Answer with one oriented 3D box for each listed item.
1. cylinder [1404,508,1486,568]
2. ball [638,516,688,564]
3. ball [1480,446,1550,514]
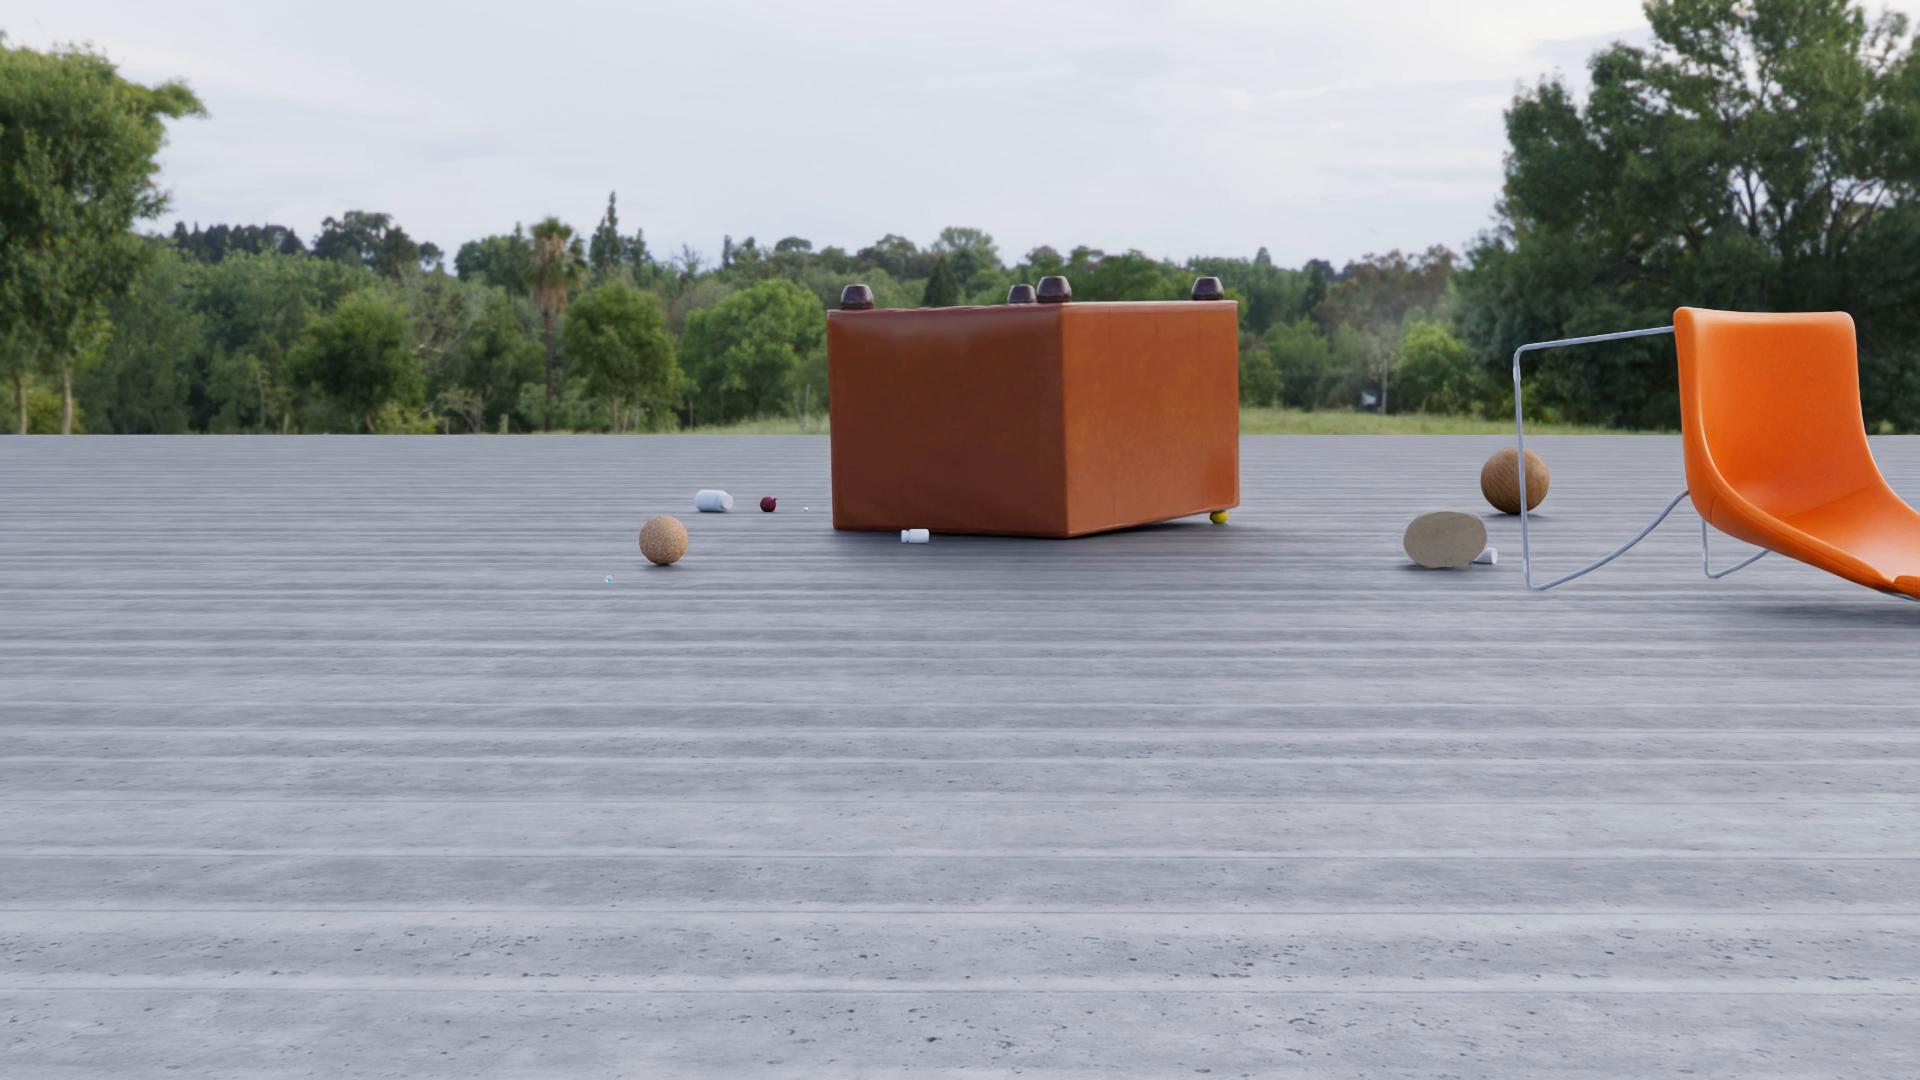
[{"bbox_3d":[1.228,-0.005,5.568,0.205,0.143,0.144,-5,3,12],"label":"cylinder"},{"bbox_3d":[-0.757,0.001,5.617,0.126,0.126,0.126,0,4,0],"label":"ball"},{"bbox_3d":[1.994,-0.215,7.904,0.242,0.242,0.242,0,4,0],"label":"ball"}]
